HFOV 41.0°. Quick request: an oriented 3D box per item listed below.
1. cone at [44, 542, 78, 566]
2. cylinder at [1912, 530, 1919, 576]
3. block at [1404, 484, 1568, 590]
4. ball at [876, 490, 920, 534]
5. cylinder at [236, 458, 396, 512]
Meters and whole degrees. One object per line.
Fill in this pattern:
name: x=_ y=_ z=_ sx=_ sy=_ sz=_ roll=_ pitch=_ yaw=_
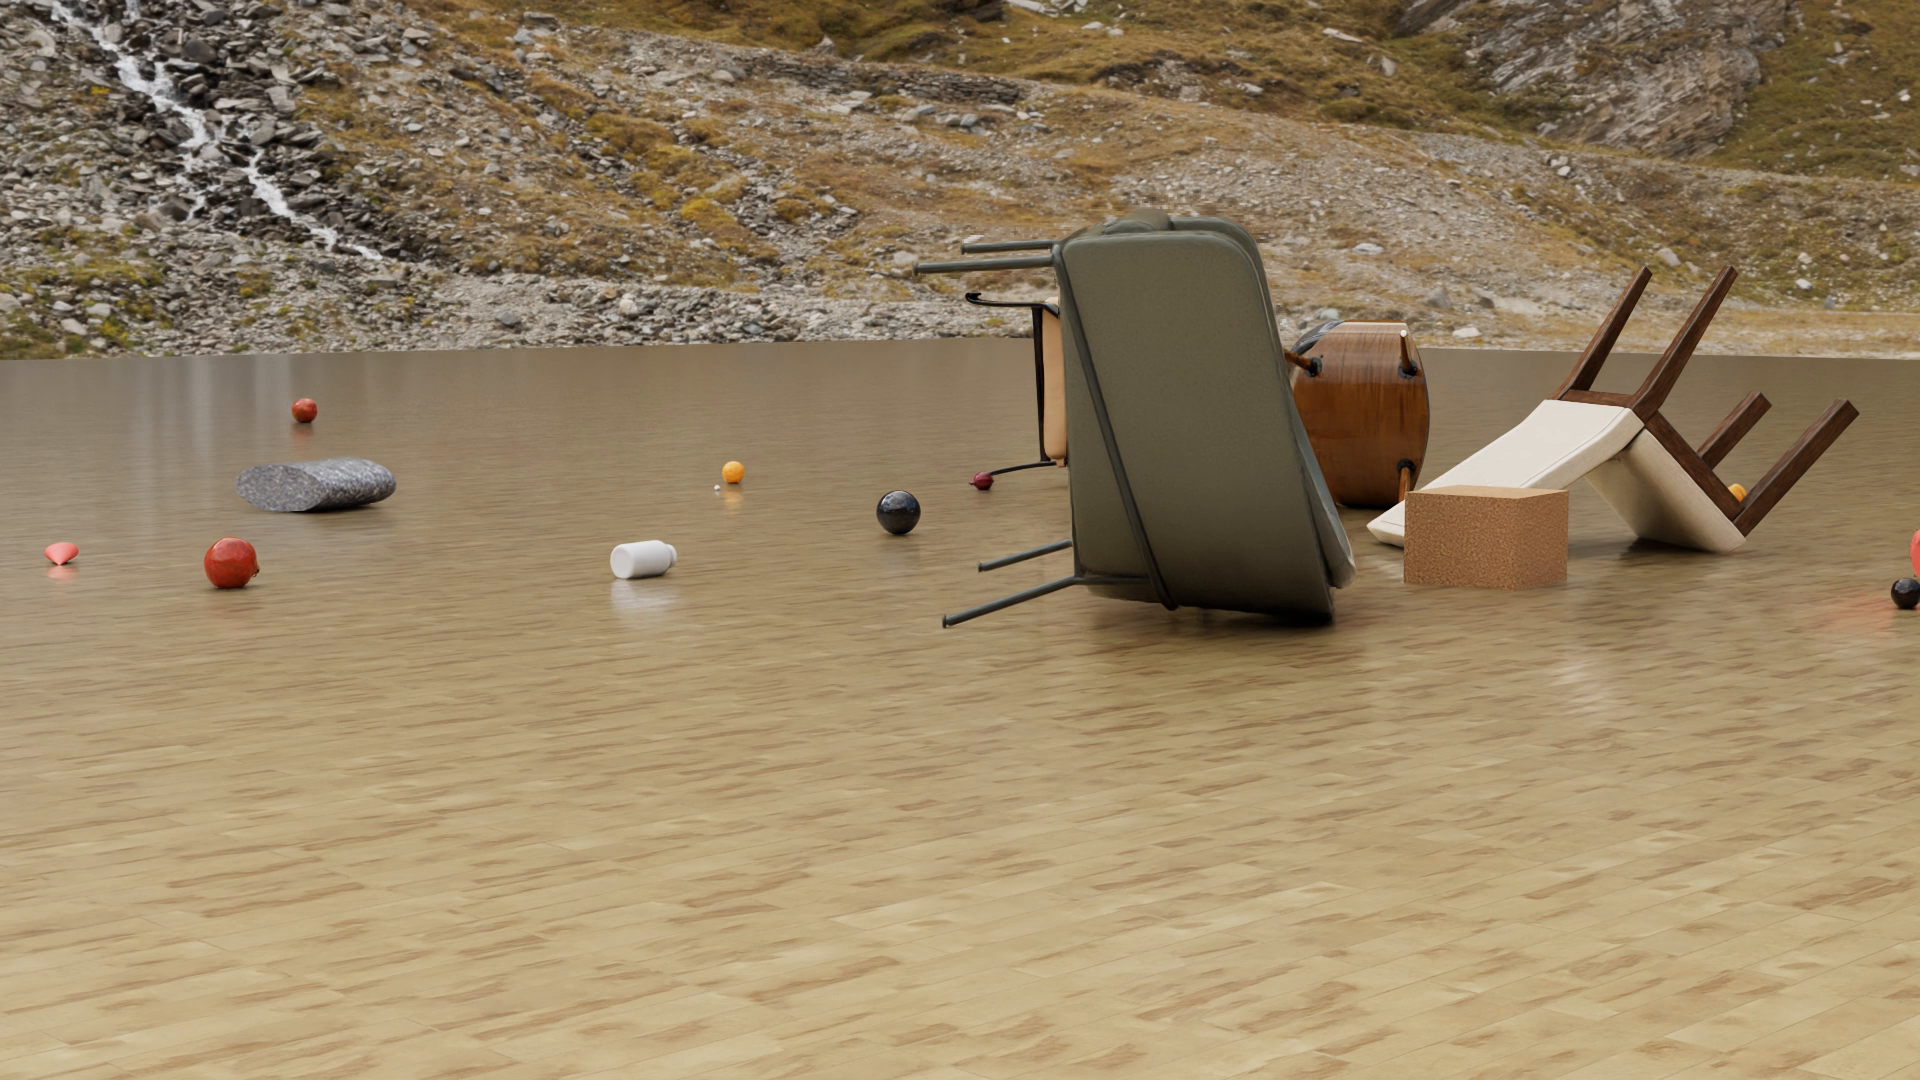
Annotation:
cone: x=-2.063 y=0.043 z=5.884 sx=0.075 sy=0.047 sz=0.081 roll=-7 pitch=24 yaw=-13
cylinder: x=2.116 y=0.029 z=5.525 sx=0.127 sy=0.123 sz=0.216 roll=22 pitch=12 yaw=17
block: x=1.138 y=-0.008 z=5.546 sx=0.262 sy=0.194 sz=0.255 roll=4 pitch=7 yaw=37
ball: x=-0.157 y=-0.070 z=6.536 sx=0.115 sy=0.115 sz=0.115 roll=0 pitch=6 yaw=0
cylinder: x=-1.831 y=-0.159 z=7.301 sx=0.319 sy=0.133 sz=0.314 roll=5 pitch=8 yaw=26
